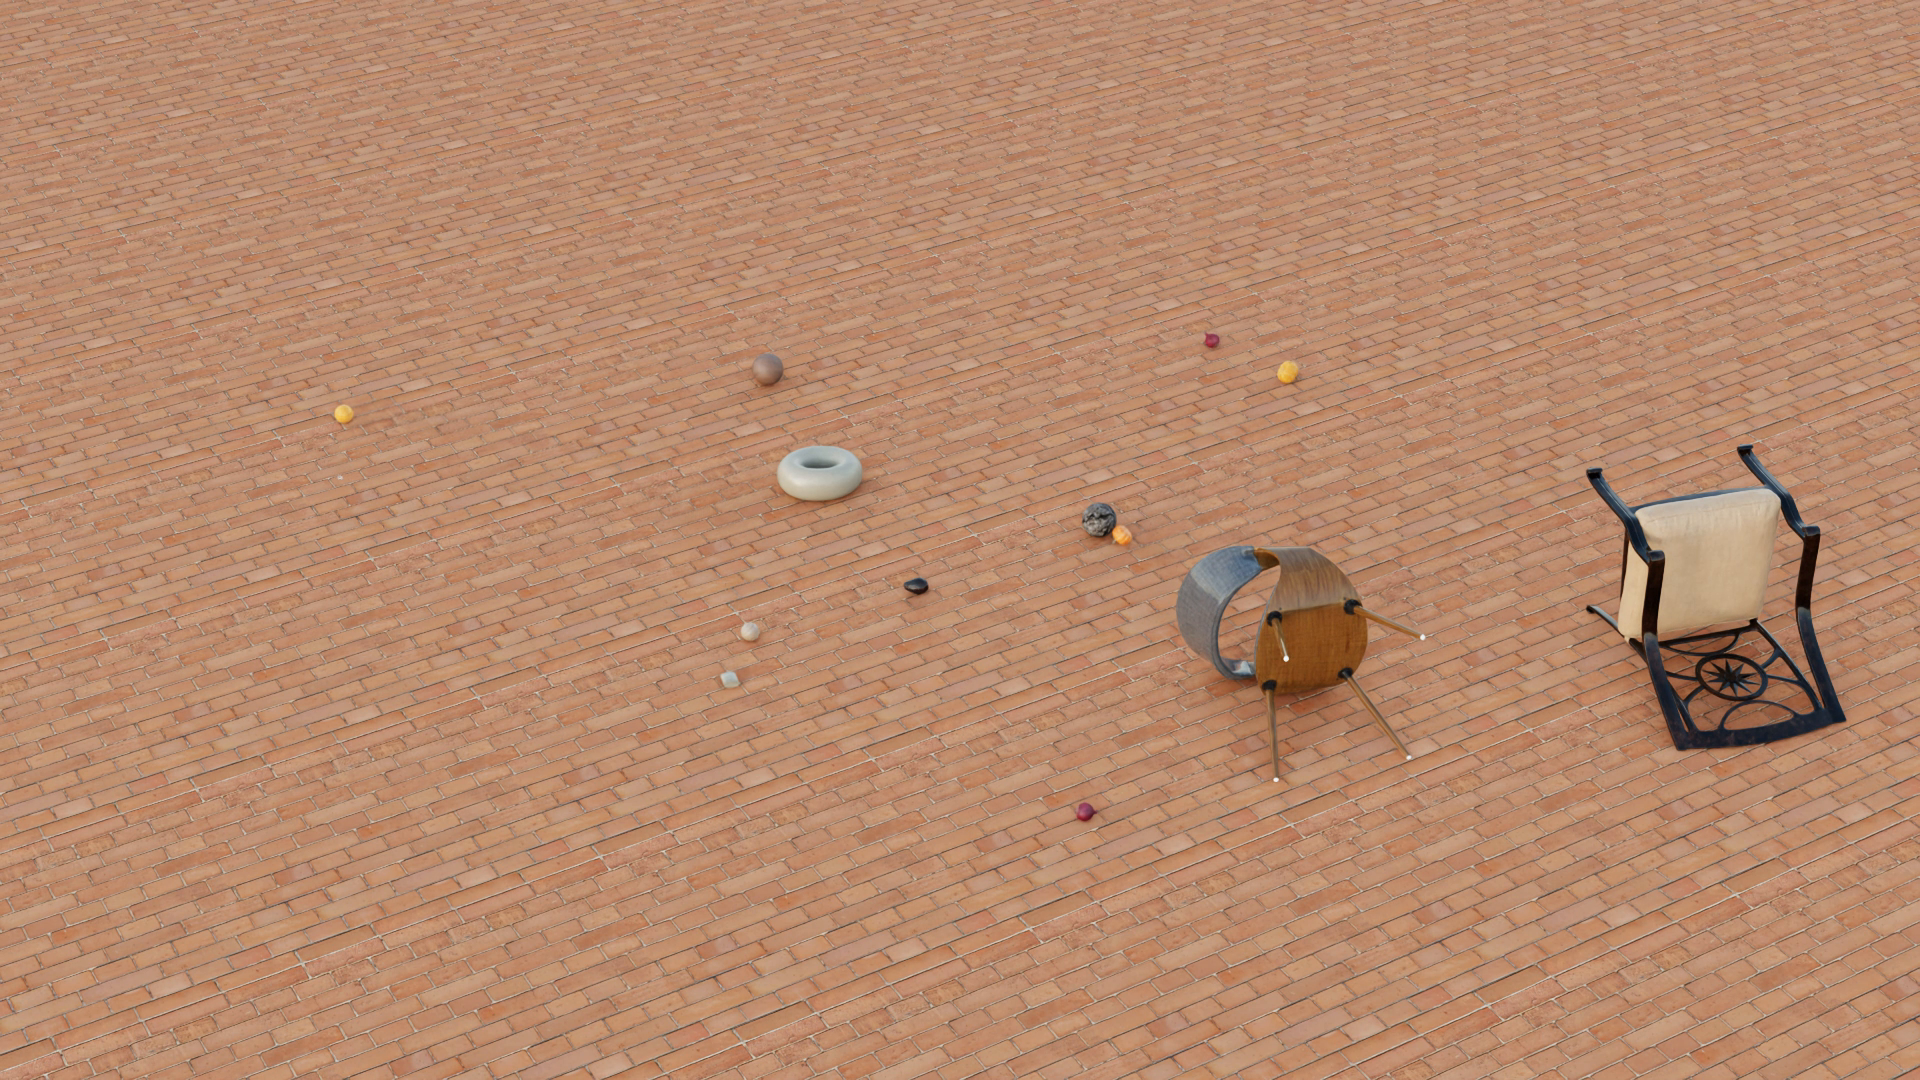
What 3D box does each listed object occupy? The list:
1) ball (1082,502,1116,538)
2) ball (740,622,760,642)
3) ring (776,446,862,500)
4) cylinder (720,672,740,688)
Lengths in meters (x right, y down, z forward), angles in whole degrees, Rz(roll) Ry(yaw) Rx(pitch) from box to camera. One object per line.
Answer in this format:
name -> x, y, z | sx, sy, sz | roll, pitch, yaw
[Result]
ball -> 0.520, -0.075, 10.941 | 0.129, 0.129, 0.129 | 0, 33, 0
ball -> -0.744, 0.325, 10.391 | 0.066, 0.066, 0.066 | 0, 33, 0
ring -> -0.536, -0.255, 11.213 | 0.330, 0.133, 0.262 | -4, 32, -7
cylinder -> -0.799, 0.486, 10.179 | 0.055, 0.030, 0.056 | -7, 34, -15
